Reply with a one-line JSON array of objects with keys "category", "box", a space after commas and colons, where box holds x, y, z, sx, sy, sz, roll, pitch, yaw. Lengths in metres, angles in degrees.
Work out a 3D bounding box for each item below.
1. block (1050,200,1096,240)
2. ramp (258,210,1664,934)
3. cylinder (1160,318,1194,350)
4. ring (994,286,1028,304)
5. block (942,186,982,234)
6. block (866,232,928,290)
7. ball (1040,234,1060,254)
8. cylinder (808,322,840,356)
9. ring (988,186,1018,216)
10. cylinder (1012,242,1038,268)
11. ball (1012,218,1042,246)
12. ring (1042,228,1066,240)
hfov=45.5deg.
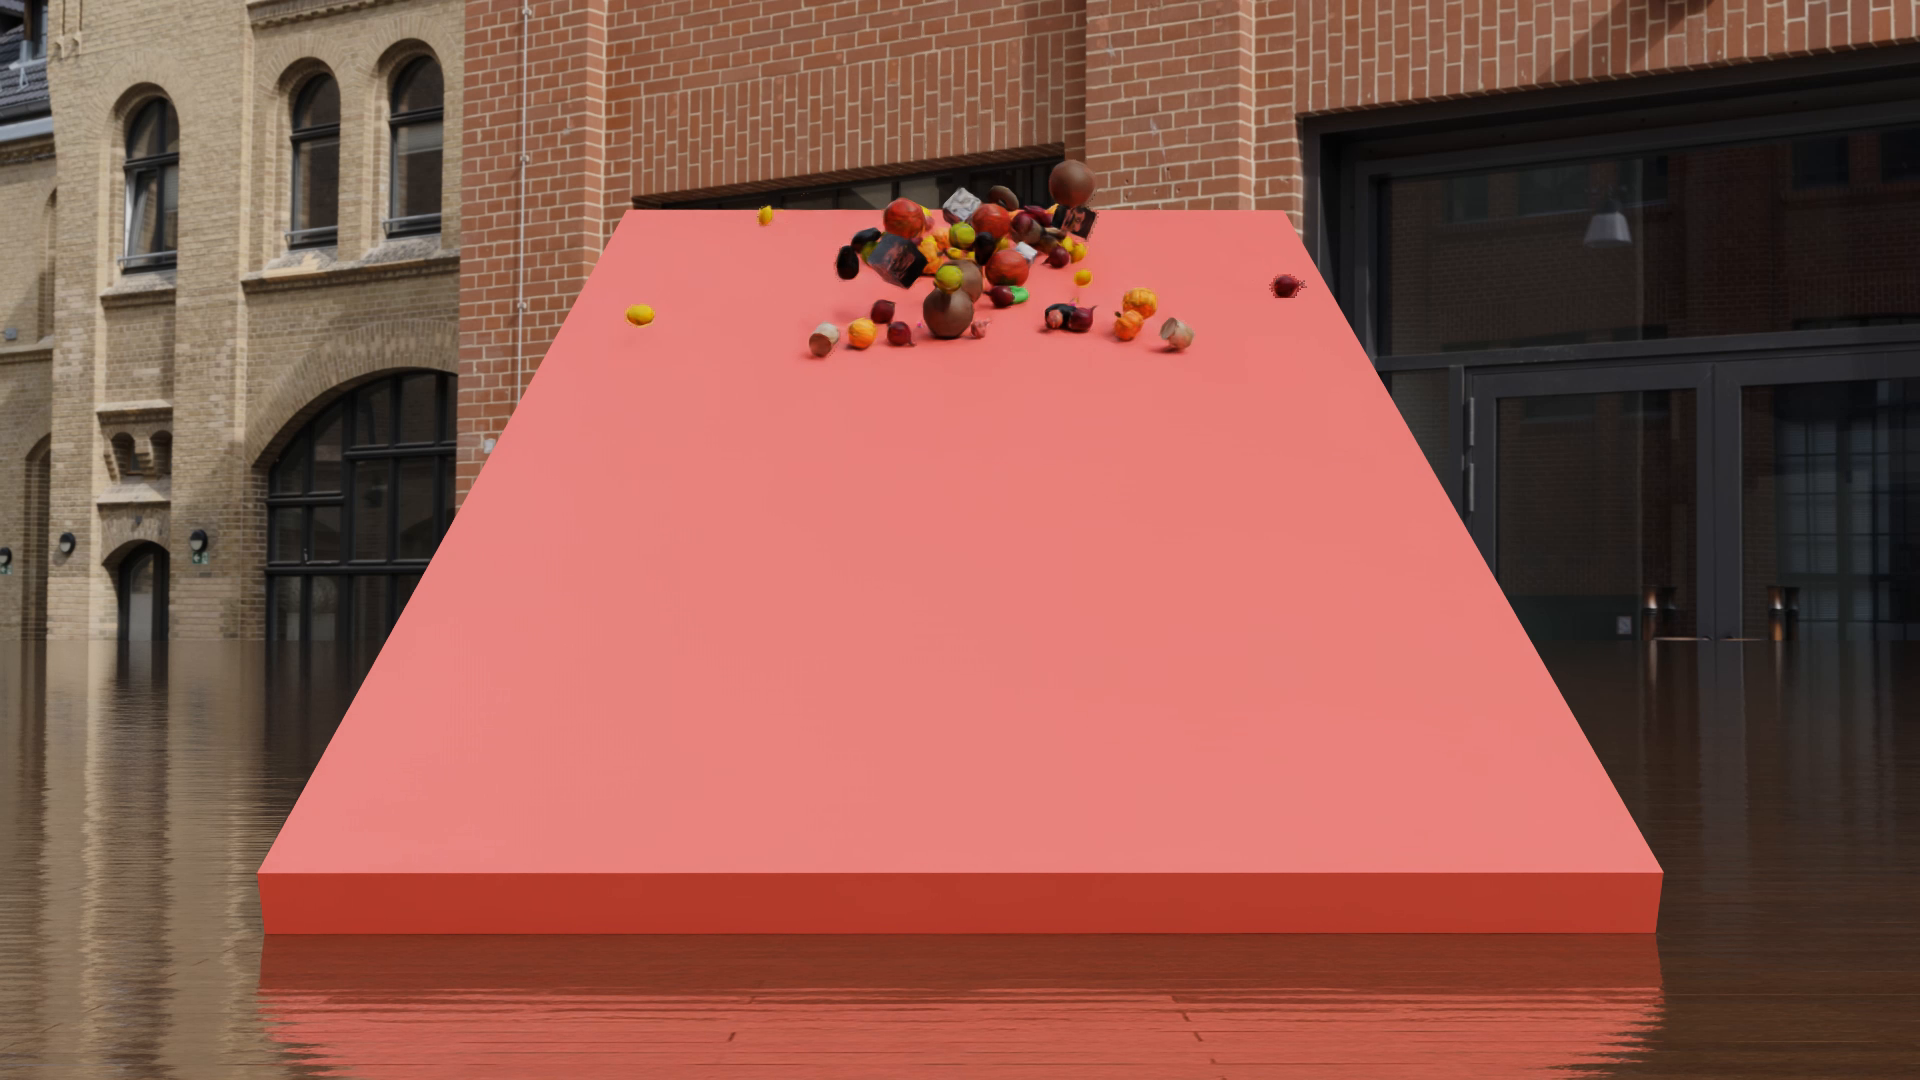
[{"category": "block", "box": [0.325, -0.918, 6.564, 0.080, 0.080, 0.080, 17, 7, -39]}, {"category": "ramp", "box": [-0.006, -0.219, 5.136, 2.000, 0.100, 4.000, 0, 22, 0]}, {"category": "cylinder", "box": [0.530, -0.504, 5.601, 0.059, 0.059, 0.059, 28, -17, -31]}, {"category": "ring", "box": [0.134, -0.644, 6.028, 0.094, 0.031, 0.094, 0, 22, 0]}, {"category": "block", "box": [0.007, -0.955, 6.634, 0.083, 0.083, 0.083, 38, -15, 13]}, {"category": "block", "box": [-0.159, -0.707, 5.807, 0.092, 0.092, 0.092, 25, -14, 42]}, {"category": "ball", "box": [0.253, -0.835, 6.474, 0.056, 0.056, 0.056, 0, -2, 0]}, {"category": "cylinder", "box": [-0.329, -0.487, 5.545, 0.060, 0.060, 0.060, -1, 31, 21]}, {"category": "ring", "box": [0.129, -1.017, 6.878, 0.106, 0.106, 0.035, -3, 38, 49]}, {"category": "cylinder", "box": [0.177, -0.775, 6.227, 0.053, 0.053, 0.053, 33, 2, 7]}, {"category": "ball", "box": [0.188, -0.869, 6.478, 0.086, 0.086, 0.086, 0, -2, 0]}, {"category": "ring", "box": [0.272, -0.888, 6.651, 0.077, 0.026, 0.077, -1, 23, 0]}]
